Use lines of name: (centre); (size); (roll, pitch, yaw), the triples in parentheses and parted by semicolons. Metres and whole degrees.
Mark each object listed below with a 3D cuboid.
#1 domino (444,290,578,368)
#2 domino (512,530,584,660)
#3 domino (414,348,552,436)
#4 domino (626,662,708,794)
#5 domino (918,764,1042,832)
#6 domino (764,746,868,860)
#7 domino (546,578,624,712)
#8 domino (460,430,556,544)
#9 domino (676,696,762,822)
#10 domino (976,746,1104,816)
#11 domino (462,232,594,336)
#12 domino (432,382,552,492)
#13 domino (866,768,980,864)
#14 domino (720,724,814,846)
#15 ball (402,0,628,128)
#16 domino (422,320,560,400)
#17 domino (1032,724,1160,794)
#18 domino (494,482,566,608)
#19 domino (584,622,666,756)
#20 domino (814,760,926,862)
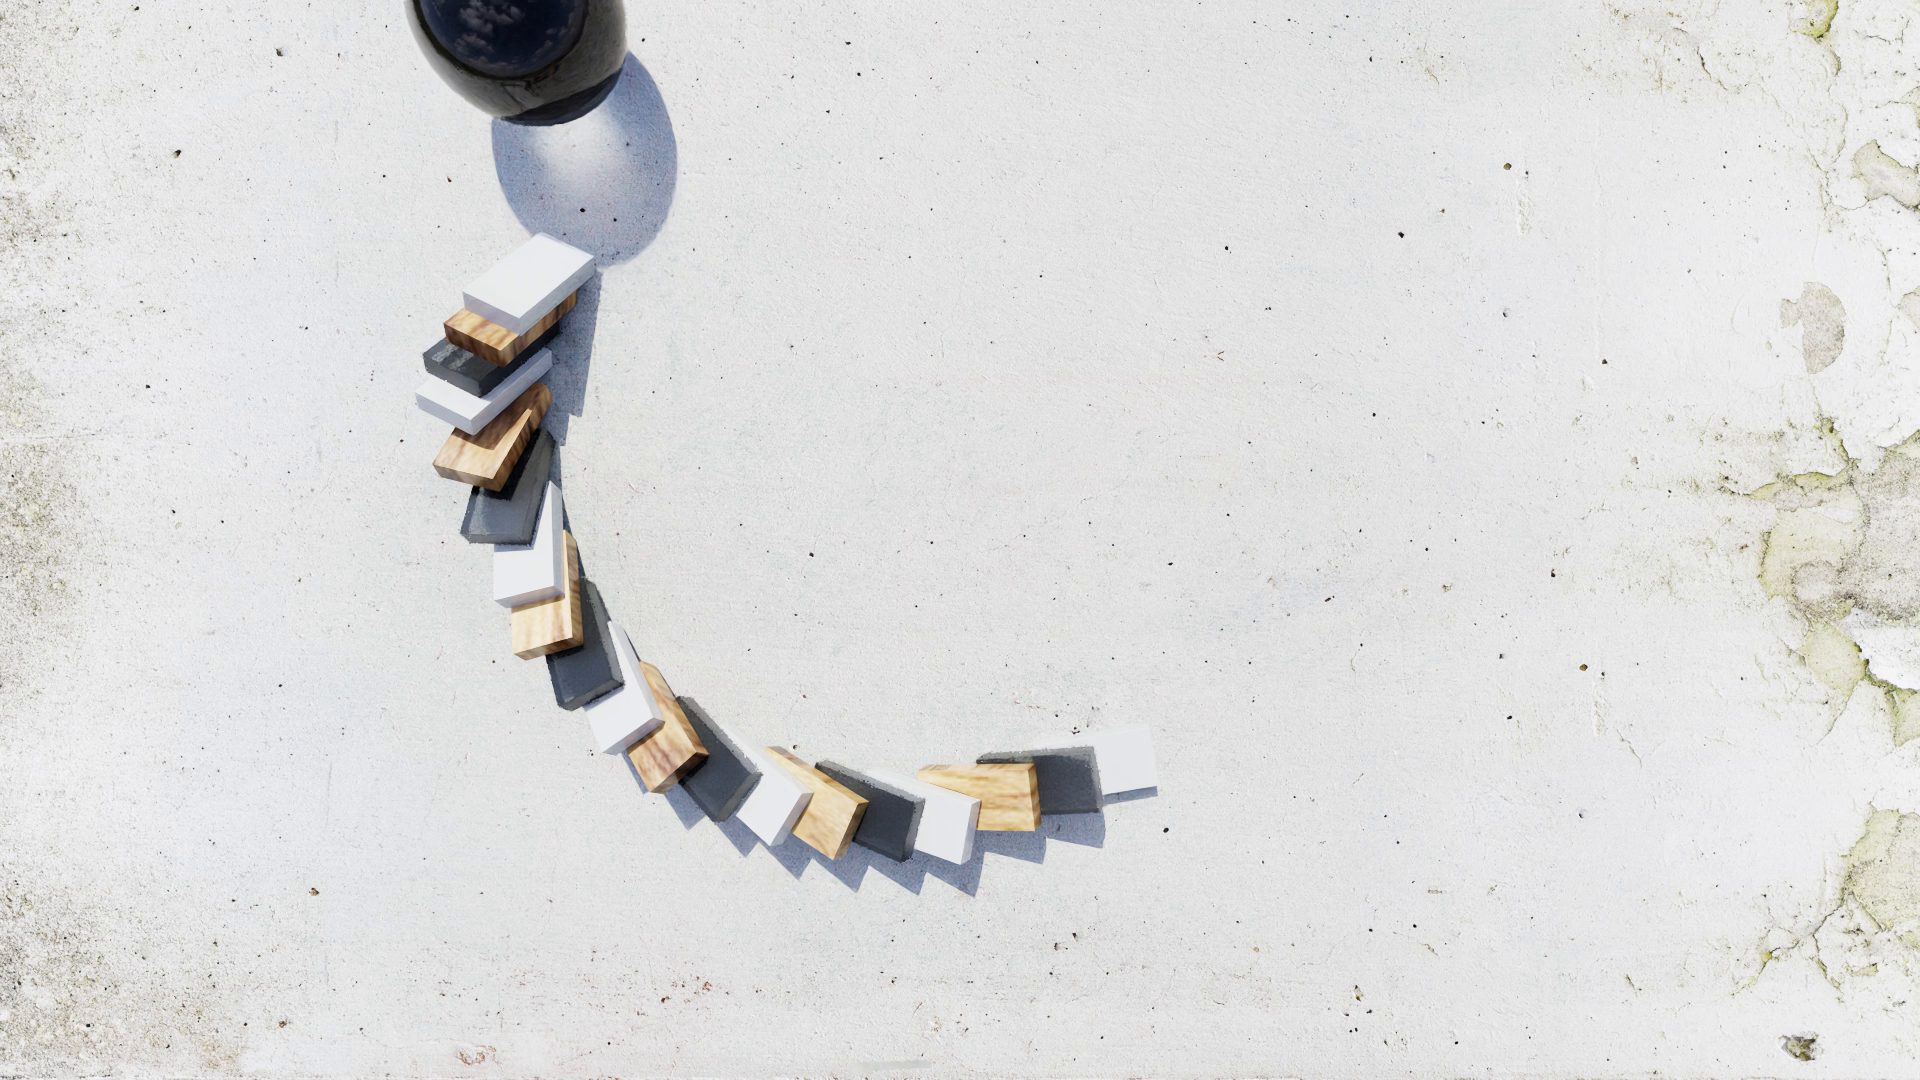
domino: (-0.185, -0.094, 0.380); (0.025, 0.010, 0.050); (25, 50, 0)
domino: (-0.174, 0.023, 0.385); (0.025, 0.010, 0.050); (-16, 64, 0)
domino: (-0.196, -0.067, 0.380); (0.025, 0.010, 0.050); (26, 50, 1)
domino: (-0.129, 0.078, 0.385); (0.025, 0.009, 0.050); (-41, 64, 0)
domino: (0.008, 0.108, 0.386); (0.050, 0.009, 0.025); (-6, 90, 23)
domino: (-0.065, 0.110, 0.385); (0.050, 0.009, 0.025); (24, 90, 25)
domino: (-0.161, 0.043, 0.385); (0.025, 0.009, 0.050); (-27, 64, 0)
domino: (-0.189, -0.023, 0.385); (0.025, 0.009, 0.050); (1, 65, 0)
domino: (-0.108, 0.091, 0.385); (0.050, 0.010, 0.025); (38, 90, 26)
domino: (0.033, 0.102, 0.386); (0.050, 0.010, 0.025); (-10, 90, 23)
domino: (-0.178, -0.107, 0.380); (0.025, 0.009, 0.050); (26, 50, 0)
domino: (-0.194, -0.046, 0.383); (0.025, 0.010, 0.050); (14, 59, 0)
domino: (-0.018, 0.115, 0.385); (0.050, 0.010, 0.025); (11, 90, 25)
domino: (-0.088, 0.102, 0.385); (0.050, 0.010, 0.025); (32, 90, 26)
ball: (-0.173, -0.206, 0.360); (0.080, 0.080, 0.080); (0, 90, 0)
domino: (-0.193, -0.082, 0.380); (0.025, 0.009, 0.050); (26, 50, 1)
domino: (0.058, 0.096, 0.395); (0.050, 0.010, 0.025); (-9, 90, 0)
domino: (-0.181, 0.002, 0.385); (0.025, 0.010, 0.050); (-14, 64, 0)
domino: (-0.146, 0.062, 0.385); (0.025, 0.009, 0.050); (-35, 64, 0)
domino: (-0.041, 0.113, 0.385); (0.050, 0.010, 0.025); (14, 90, 25)
